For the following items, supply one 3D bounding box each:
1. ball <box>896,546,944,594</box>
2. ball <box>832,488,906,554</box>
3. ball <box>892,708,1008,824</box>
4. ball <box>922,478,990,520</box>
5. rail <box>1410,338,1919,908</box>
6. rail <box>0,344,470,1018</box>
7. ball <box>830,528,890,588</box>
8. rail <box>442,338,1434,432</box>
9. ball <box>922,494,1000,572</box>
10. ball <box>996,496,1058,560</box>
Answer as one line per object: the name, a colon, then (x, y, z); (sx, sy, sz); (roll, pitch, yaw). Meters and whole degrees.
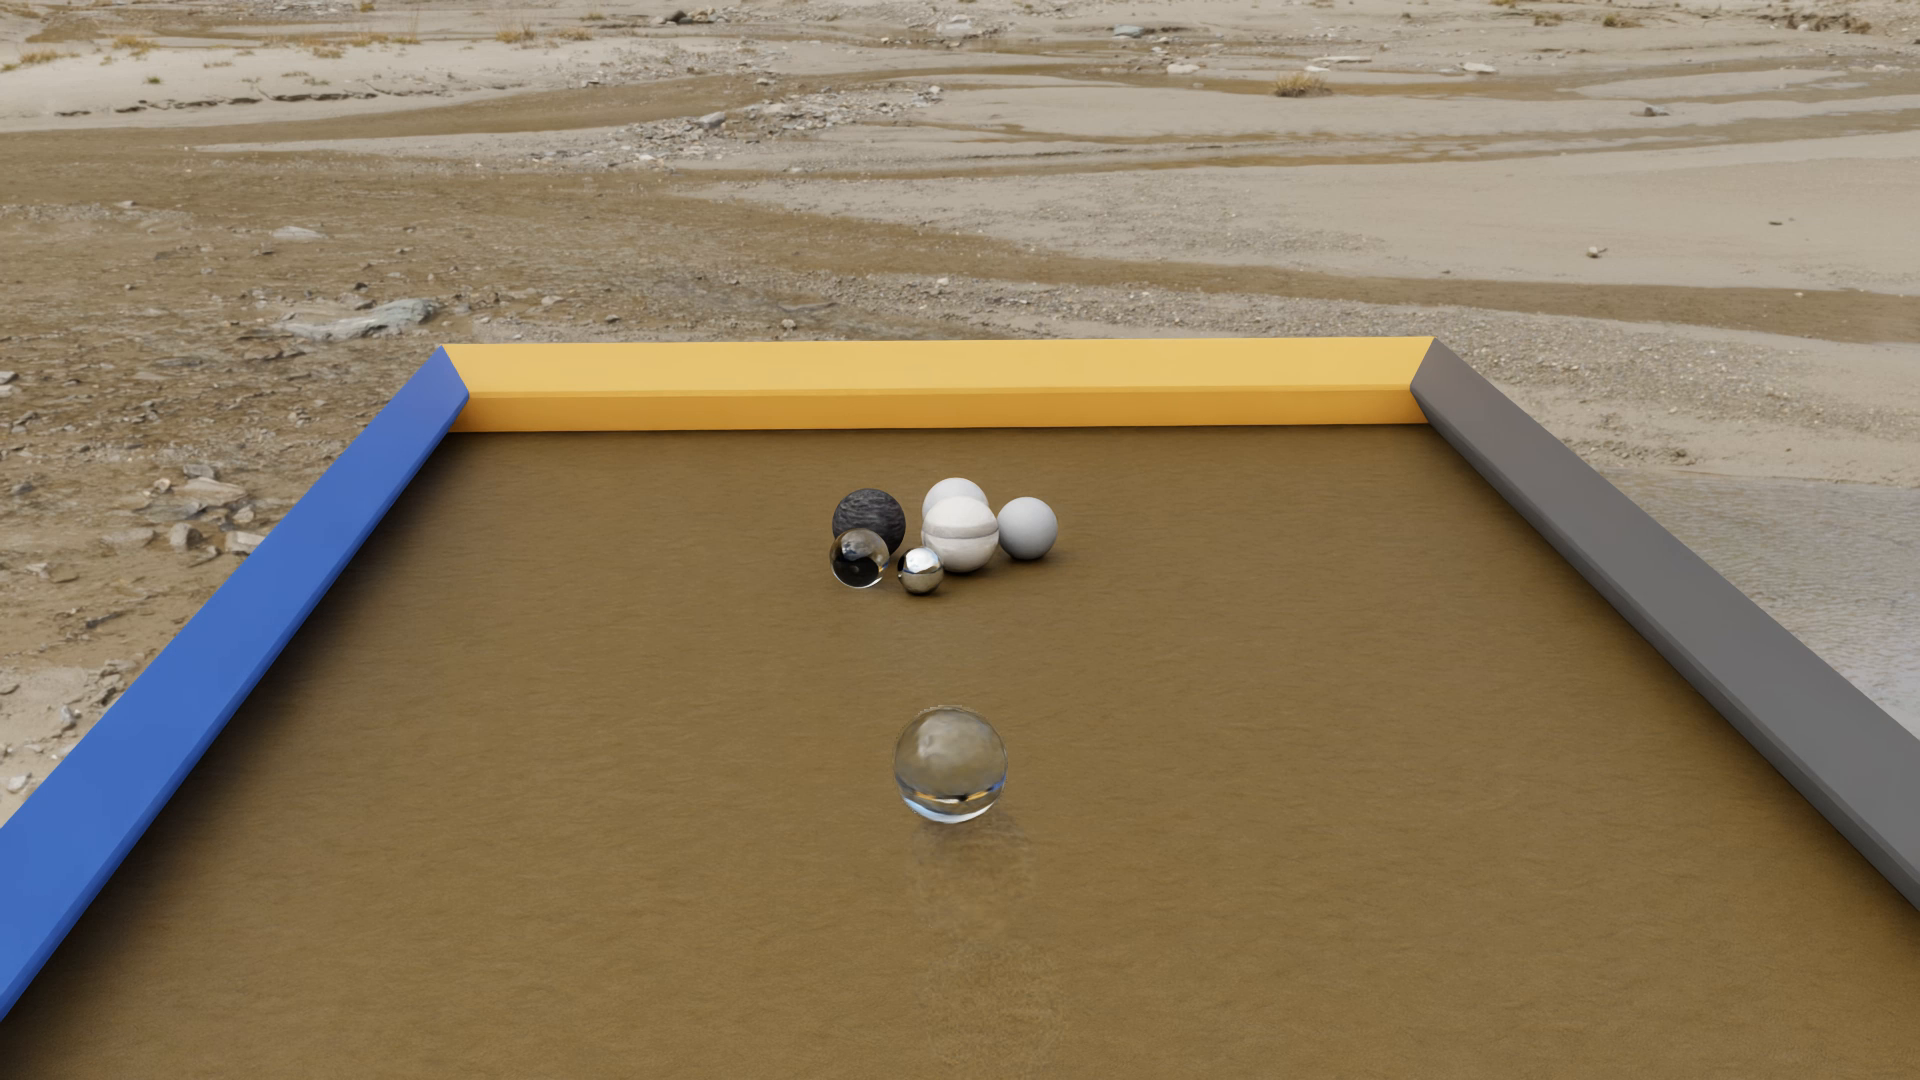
ball: (-0.045, 0.035, 2.511); (0.055, 0.055, 0.055); (0, 17, 0)
ball: (-0.109, -0.018, 2.625); (0.088, 0.088, 0.088); (0, 17, 0)
ball: (-0.008, 0.195, 1.907); (0.100, 0.100, 0.100); (0, 17, 0)
ball: (-0.005, -0.035, 2.692); (0.083, 0.083, 0.083); (0, 17, 0)
rail: (0.734, 0.171, 1.933); (0.045, 0.130, 2.807); (-1, 17, -2)
rail: (-0.681, 0.186, 1.882); (0.045, 0.130, 2.807); (-1, 17, -2)
ball: (-0.116, 0.021, 2.531); (0.070, 0.070, 0.070); (0, 17, 0)
rail: (-0.025, -0.224, 3.226); (1.463, 0.130, 0.045); (-1, 17, -2)
ball: (0.000, -0.007, 2.584); (0.092, 0.092, 0.092); (0, 17, 0)
ball: (0.080, -0.014, 2.635); (0.076, 0.076, 0.076); (0, 17, 0)
